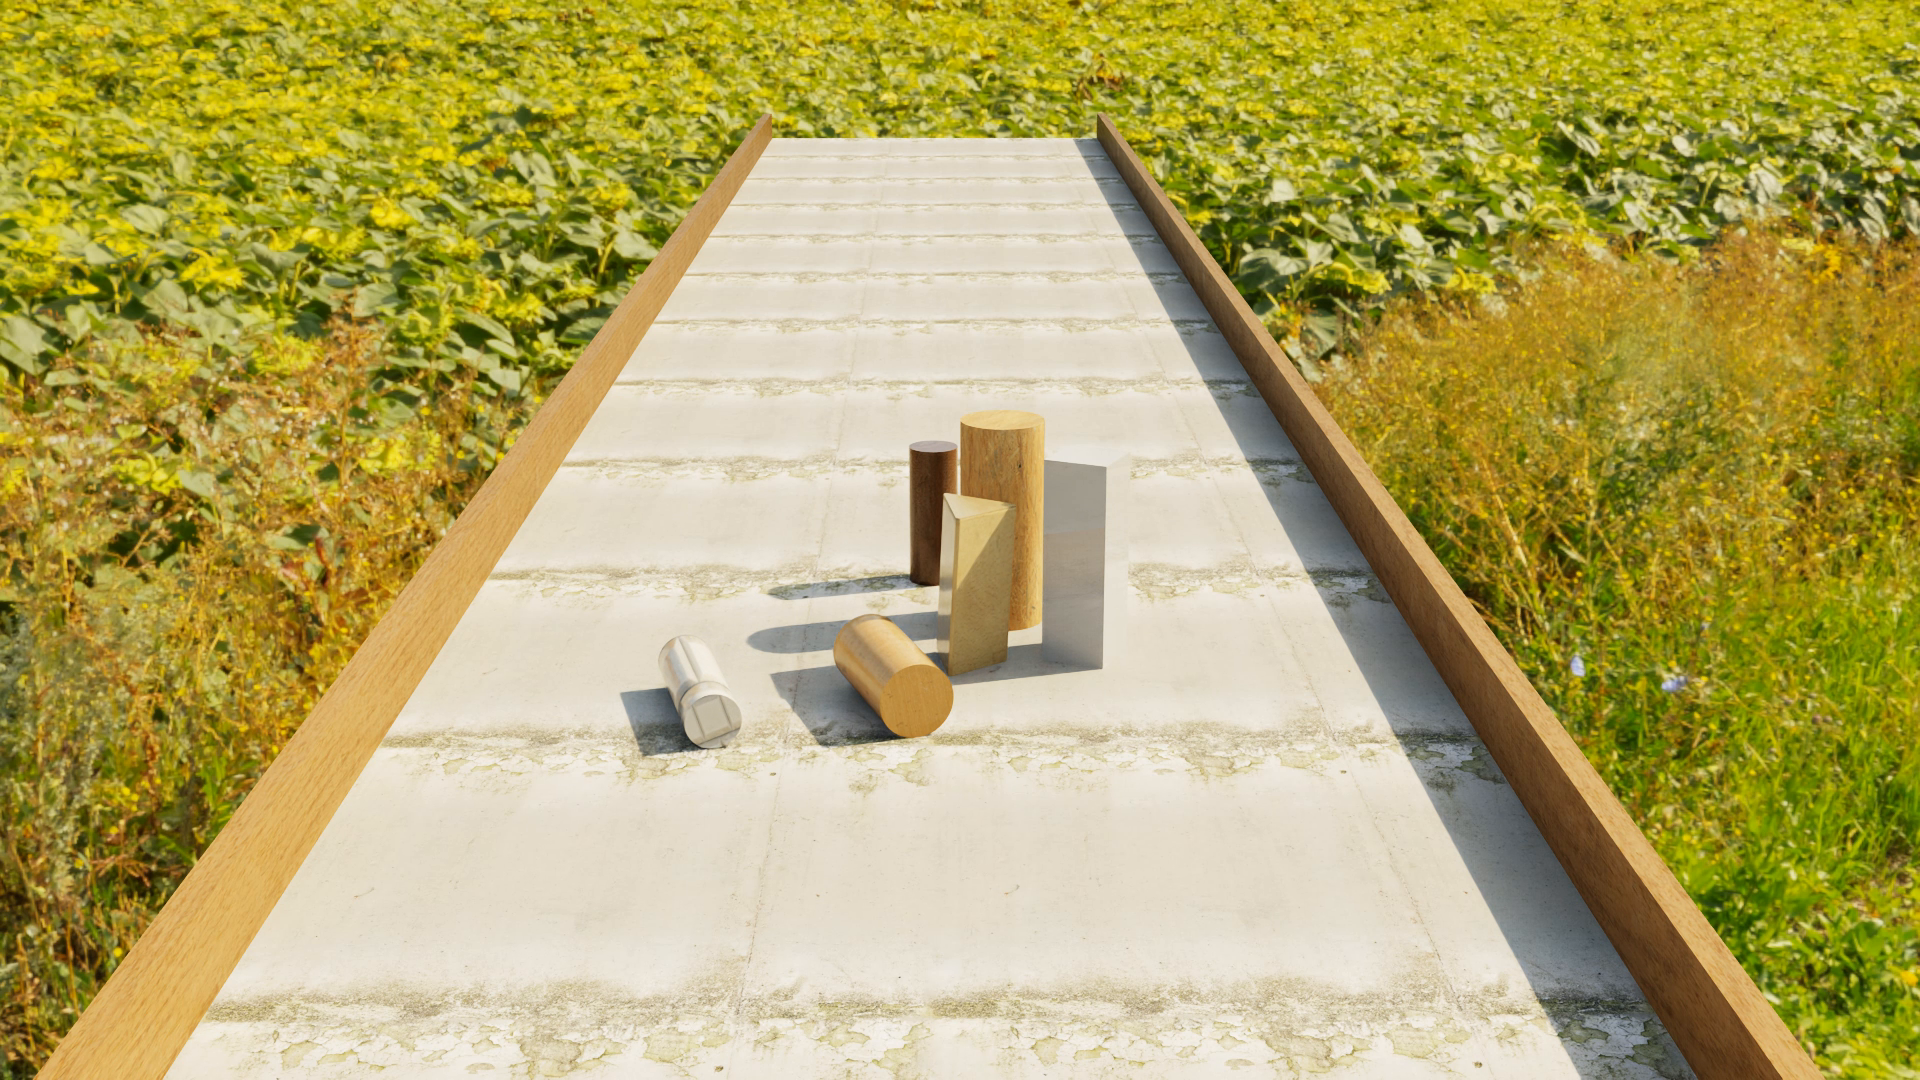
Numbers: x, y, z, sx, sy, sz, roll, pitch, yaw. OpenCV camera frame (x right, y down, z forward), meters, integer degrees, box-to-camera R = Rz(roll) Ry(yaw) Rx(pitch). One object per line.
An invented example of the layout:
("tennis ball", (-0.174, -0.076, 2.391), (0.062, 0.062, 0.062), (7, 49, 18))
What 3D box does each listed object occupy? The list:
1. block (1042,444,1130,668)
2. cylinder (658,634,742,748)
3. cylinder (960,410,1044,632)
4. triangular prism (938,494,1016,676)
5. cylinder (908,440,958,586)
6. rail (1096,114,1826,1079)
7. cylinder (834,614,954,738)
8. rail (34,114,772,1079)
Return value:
("block", (0.251, 0.033, 4.389), (0.132, 0.415, 0.132), (8, 18, 24))
("cylinder", (-0.488, 0.279, 4.104), (0.104, 0.104, 0.338), (-4, 17, -15))
("cylinder", (0.088, -0.042, 4.608), (0.176, 0.433, 0.176), (0, 17, 0))
("triangular prism", (0.004, 0.081, 4.359), (0.148, 0.330, 0.128), (-13, 25, -38))
("cylinder", (-0.059, -0.060, 4.890), (0.108, 0.307, 0.108), (0, 17, 0))
("rail", (0.932, -0.844, 7.801), (0.050, 0.150, 12.000), (0, 17, -1))
("cylinder", (-0.128, 0.252, 4.133), (0.142, 0.142, 0.306), (-6, 17, -18))
("rail", (-1.118, -0.838, 7.780), (0.050, 0.150, 12.000), (0, 17, -1))
